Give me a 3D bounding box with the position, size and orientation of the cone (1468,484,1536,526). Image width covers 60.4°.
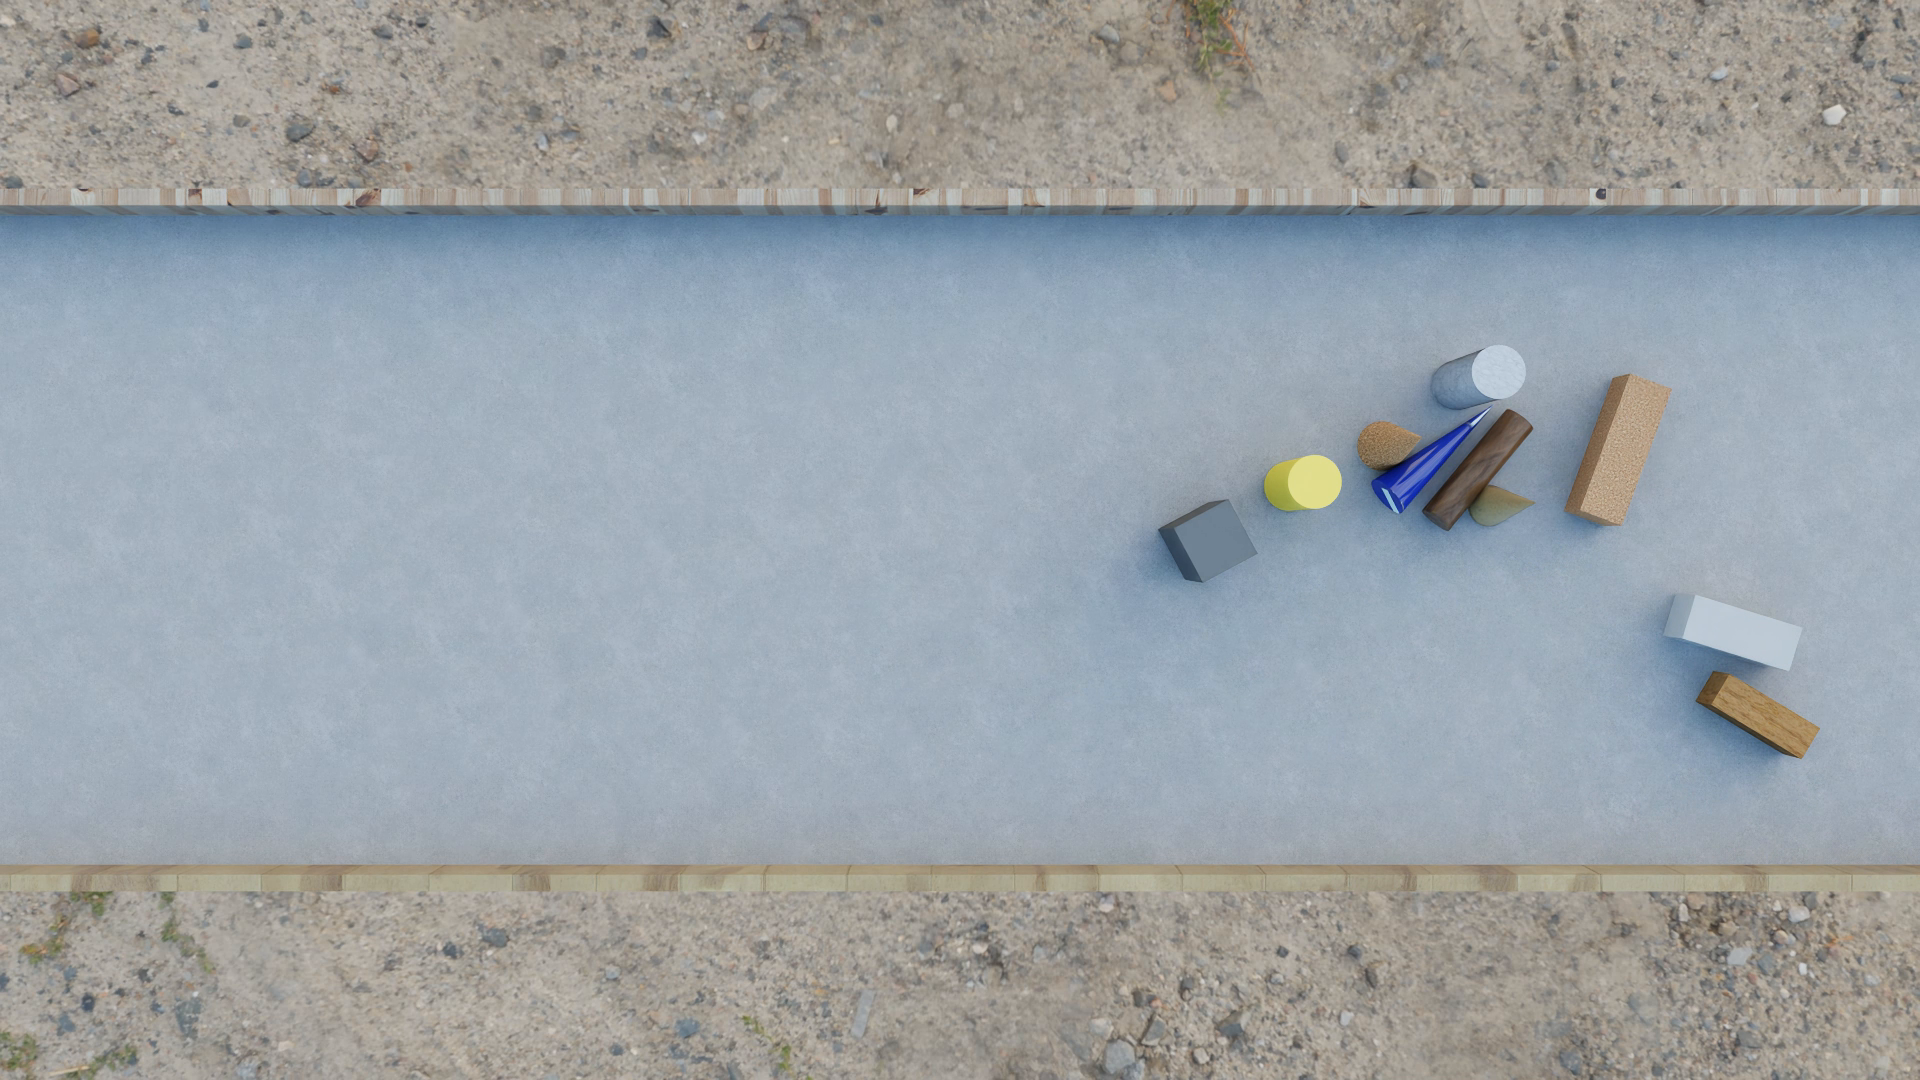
[{"bbox_3d":[1.628,-0.106,4.866,0.129,0.421,0.129,0,90,0],"label":"cone"}]

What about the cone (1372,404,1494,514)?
[{"bbox_3d":[1.472,-0.275,5.044,0.455,0.132,0.132,-40,90,-8],"label":"cone"}]

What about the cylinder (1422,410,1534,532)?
[{"bbox_3d":[1.577,-0.213,5.026,0.101,0.101,0.401,40,90,0],"label":"cylinder"}]

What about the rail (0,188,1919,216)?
[{"bbox_3d":[-2.247,-1.025,5.002,12.000,0.150,0.050,0,90,0],"label":"rail"}]

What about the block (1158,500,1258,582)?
[{"bbox_3d":[0.729,0.003,4.886,0.177,0.380,0.177,-28,90,0],"label":"block"}]

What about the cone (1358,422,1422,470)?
[{"bbox_3d":[1.299,-0.289,4.857,0.153,0.440,0.153,0,90,0],"label":"cone"}]

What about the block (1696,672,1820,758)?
[{"bbox_3d":[2.427,0.531,5.022,0.318,0.109,0.109,31,90,0],"label":"block"}]

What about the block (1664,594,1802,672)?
[{"bbox_3d":[2.344,0.279,5.008,0.335,0.136,0.136,17,90,0],"label":"block"}]

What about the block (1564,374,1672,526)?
[{"bbox_3d":[1.997,-0.271,5.010,0.133,0.133,0.437,20,90,0],"label":"block"}]

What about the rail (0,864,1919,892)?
[{"bbox_3d":[-2.247,1.025,5.001,12.000,0.150,0.050,0,90,0],"label":"rail"}]

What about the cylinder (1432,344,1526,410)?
[{"bbox_3d":[1.530,-0.477,4.880,0.154,0.394,0.154,0,90,0],"label":"cylinder"}]

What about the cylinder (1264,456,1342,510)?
[{"bbox_3d":[1.013,-0.166,4.892,0.153,0.368,0.153,0,90,0],"label":"cylinder"}]
